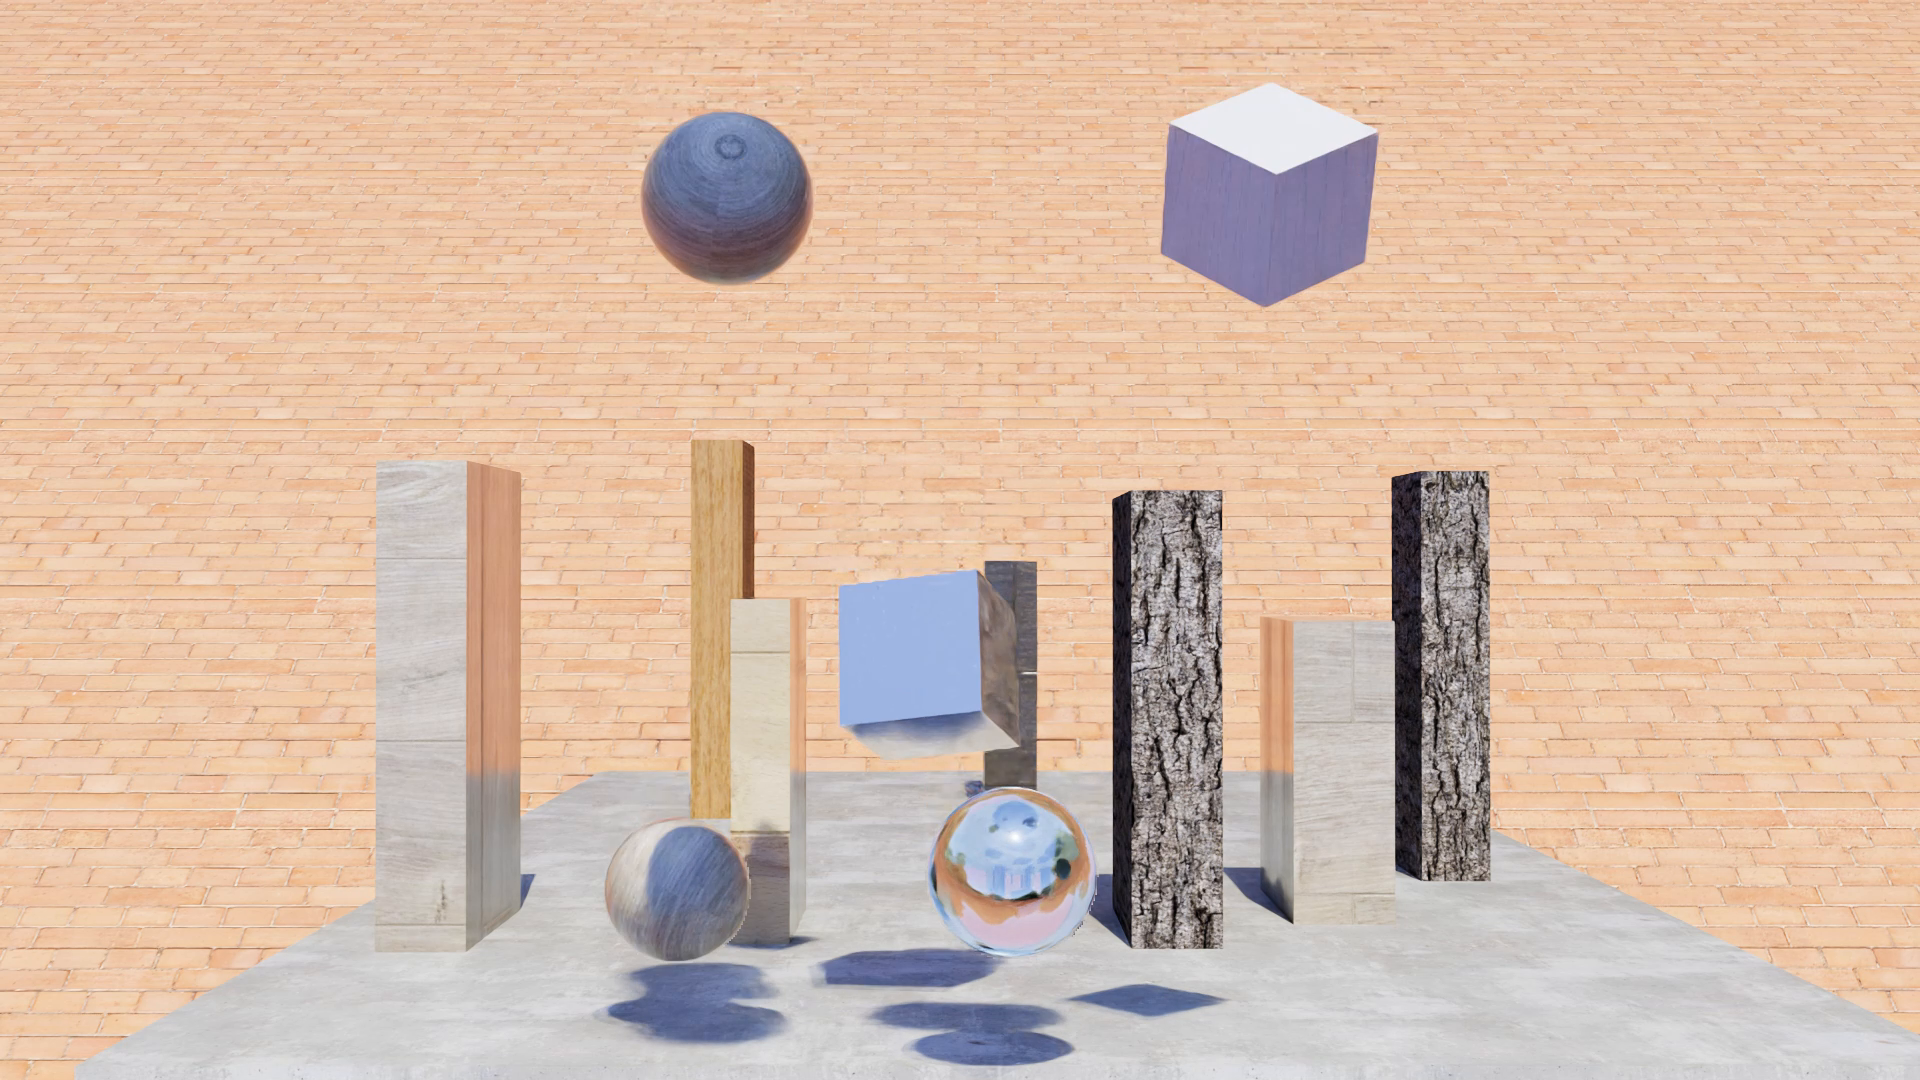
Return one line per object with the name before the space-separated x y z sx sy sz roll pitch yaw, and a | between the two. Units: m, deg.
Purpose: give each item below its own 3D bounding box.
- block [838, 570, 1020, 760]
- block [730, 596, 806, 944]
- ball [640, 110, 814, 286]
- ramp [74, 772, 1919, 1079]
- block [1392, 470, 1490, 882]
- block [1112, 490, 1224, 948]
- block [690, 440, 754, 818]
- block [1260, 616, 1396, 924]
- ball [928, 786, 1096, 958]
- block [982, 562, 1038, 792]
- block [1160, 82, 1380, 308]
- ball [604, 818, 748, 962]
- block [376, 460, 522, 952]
block | -0.036 0.153 3.110 0.172 0.172 0.172 -7 70 15
block | -0.278 0.325 3.796 0.082 0.480 0.385 0 -1 0
ball | -0.216 -0.317 2.409 0.161 0.161 0.161 0 32 0
ramp | 0.071 0.625 4.715 2.000 0.100 4.000 0 -1 0
block | 0.829 0.229 4.480 0.115 0.686 0.298 0 -1 0
block | 0.298 0.249 3.780 0.126 0.630 0.439 0 -1 0
block | -0.512 0.189 5.615 0.108 0.795 0.332 0 -1 0
block | 0.564 0.344 4.015 0.149 0.445 0.422 0 -1 0
ball | 0.053 0.343 2.682 0.175 0.175 0.175 0 32 0
block | 0.110 0.319 5.842 0.115 0.540 0.439 0 -1 0
block | 0.300 -0.338 2.523 0.142 0.142 0.142 -26 43 -33
ball | -0.323 0.399 2.959 0.164 0.164 0.164 0 32 0
block | -0.735 0.229 3.752 0.123 0.670 0.441 0 -1 0
